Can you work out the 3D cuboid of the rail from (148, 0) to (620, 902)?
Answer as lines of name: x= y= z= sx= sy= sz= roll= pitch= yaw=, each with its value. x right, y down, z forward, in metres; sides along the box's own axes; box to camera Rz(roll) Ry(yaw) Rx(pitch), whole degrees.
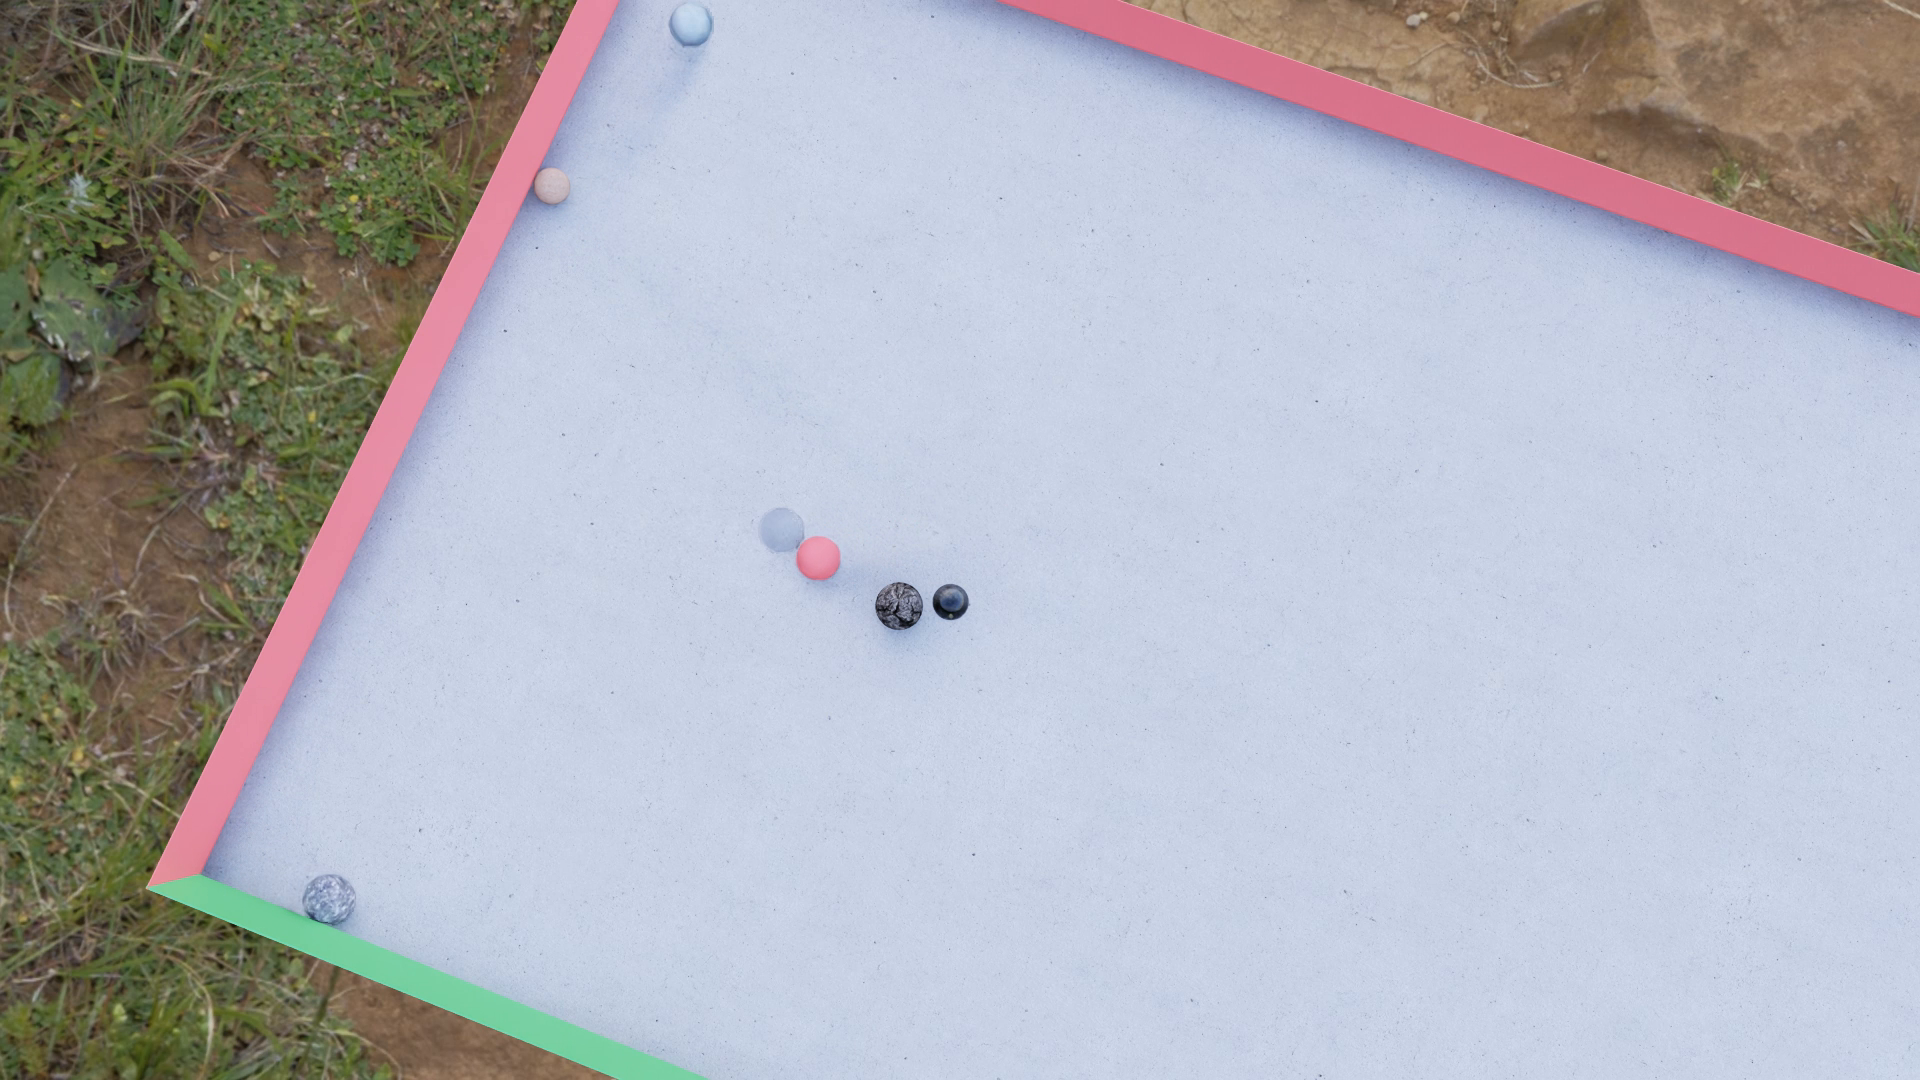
rail: x=-0.815 y=-0.306 z=3.439 sx=0.045 sy=0.095 sz=1.847 roll=20 pitch=75 yaw=6

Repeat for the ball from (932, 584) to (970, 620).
ball: x=-0.014 y=0.094 z=3.345 sx=0.056 sy=0.056 sz=0.056 roll=0 pitch=74 yaw=0

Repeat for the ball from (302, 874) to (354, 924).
ball: x=-0.922 y=0.524 z=3.212 sx=0.073 sy=0.073 sz=0.073 roll=0 pitch=74 yaw=0

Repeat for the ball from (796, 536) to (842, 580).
ball: x=-0.216 y=0.028 z=3.358 sx=0.068 sy=0.068 sz=0.068 roll=0 pitch=74 yaw=0

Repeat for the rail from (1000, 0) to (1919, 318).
rail: x=1.161 y=-0.501 z=3.495 sx=3.589 sy=0.095 sz=0.045 roll=20 pitch=75 yaw=6

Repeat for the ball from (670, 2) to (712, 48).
ball: x=-0.442 y=-0.845 z=3.608 sx=0.071 sy=0.071 sz=0.071 roll=0 pitch=74 yaw=0

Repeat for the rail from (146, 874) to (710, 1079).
rail: x=0.513 y=1.113 z=3.031 sx=3.589 sy=0.095 sz=0.045 roll=20 pitch=75 yaw=6

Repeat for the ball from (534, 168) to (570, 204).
ball: x=-0.656 y=-0.569 z=3.534 sx=0.059 sy=0.059 sz=0.059 roll=0 pitch=74 yaw=0

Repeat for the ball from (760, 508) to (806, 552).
ball: x=-0.271 y=-0.015 z=3.370 sx=0.069 sy=0.069 sz=0.069 roll=0 pitch=74 yaw=0

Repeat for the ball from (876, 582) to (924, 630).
ball: x=-0.092 y=0.100 z=3.335 sx=0.073 sy=0.073 sz=0.073 roll=0 pitch=74 yaw=0
